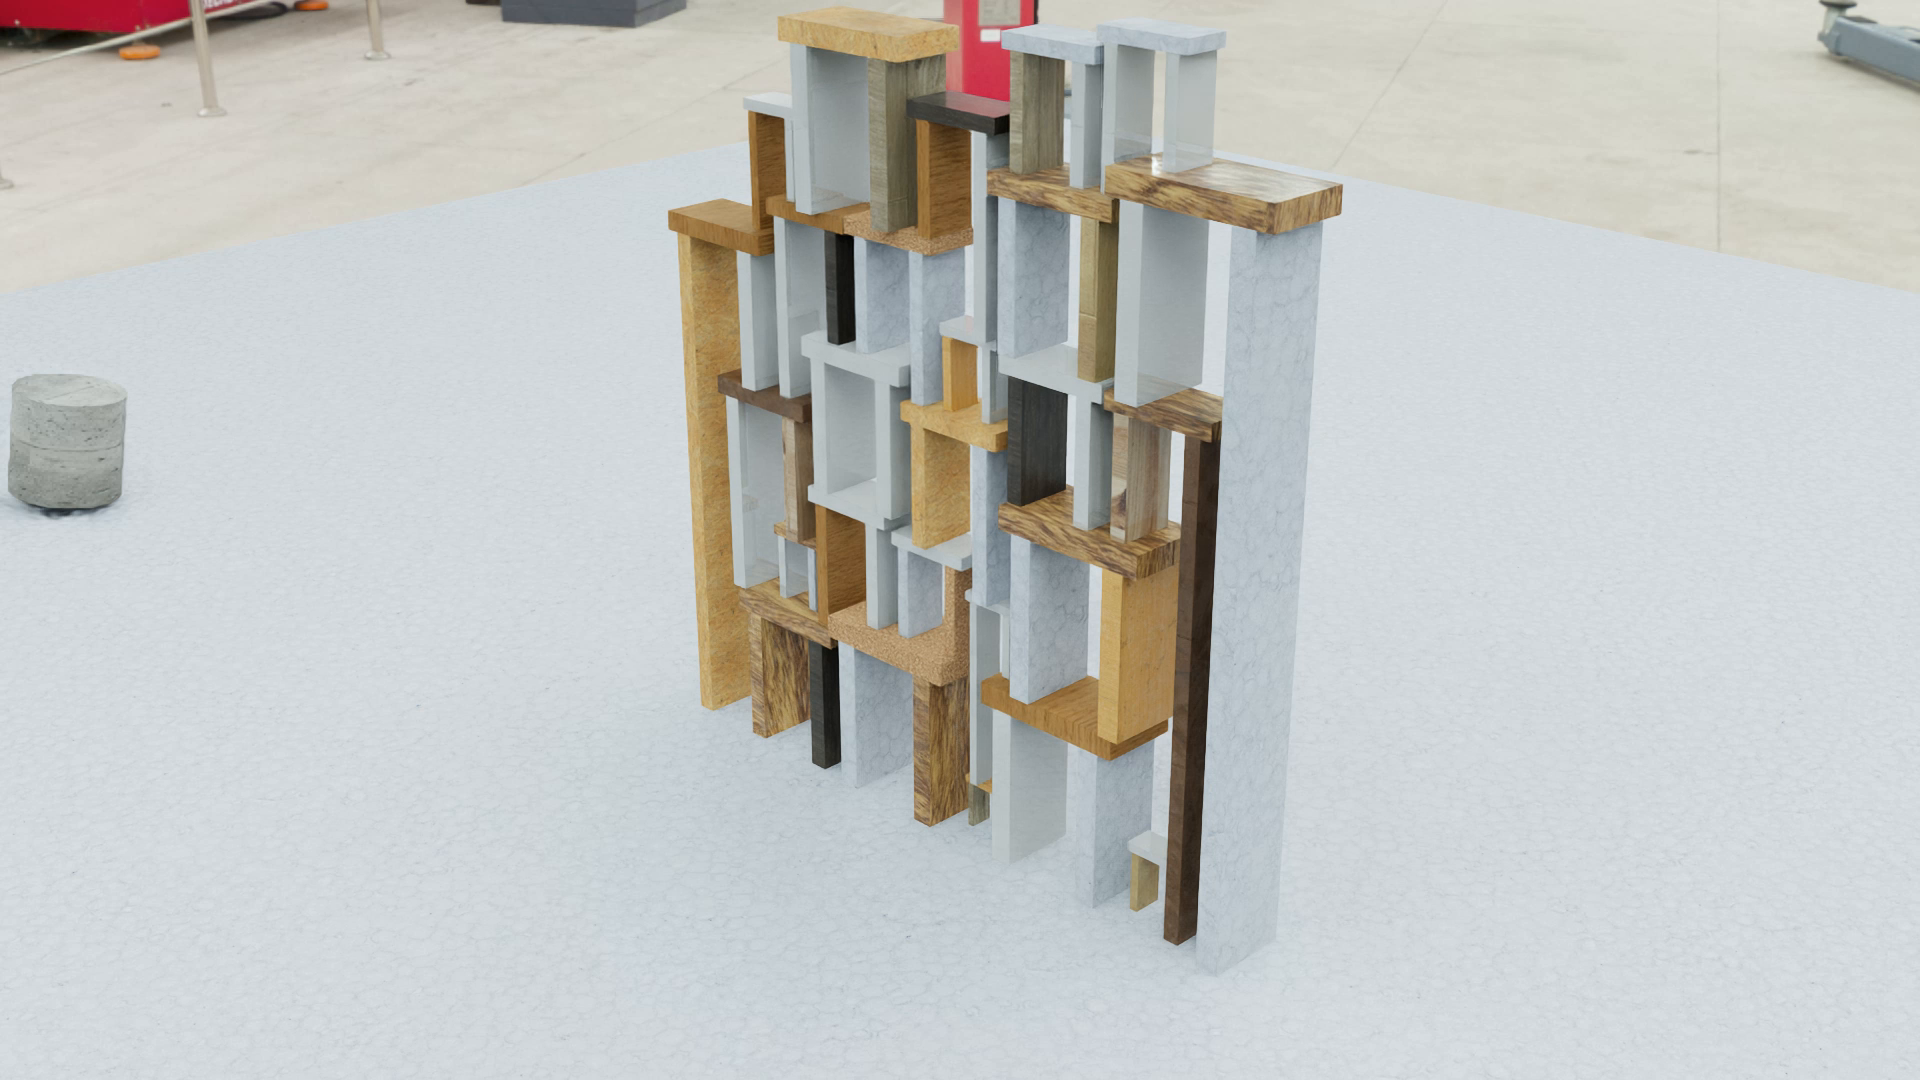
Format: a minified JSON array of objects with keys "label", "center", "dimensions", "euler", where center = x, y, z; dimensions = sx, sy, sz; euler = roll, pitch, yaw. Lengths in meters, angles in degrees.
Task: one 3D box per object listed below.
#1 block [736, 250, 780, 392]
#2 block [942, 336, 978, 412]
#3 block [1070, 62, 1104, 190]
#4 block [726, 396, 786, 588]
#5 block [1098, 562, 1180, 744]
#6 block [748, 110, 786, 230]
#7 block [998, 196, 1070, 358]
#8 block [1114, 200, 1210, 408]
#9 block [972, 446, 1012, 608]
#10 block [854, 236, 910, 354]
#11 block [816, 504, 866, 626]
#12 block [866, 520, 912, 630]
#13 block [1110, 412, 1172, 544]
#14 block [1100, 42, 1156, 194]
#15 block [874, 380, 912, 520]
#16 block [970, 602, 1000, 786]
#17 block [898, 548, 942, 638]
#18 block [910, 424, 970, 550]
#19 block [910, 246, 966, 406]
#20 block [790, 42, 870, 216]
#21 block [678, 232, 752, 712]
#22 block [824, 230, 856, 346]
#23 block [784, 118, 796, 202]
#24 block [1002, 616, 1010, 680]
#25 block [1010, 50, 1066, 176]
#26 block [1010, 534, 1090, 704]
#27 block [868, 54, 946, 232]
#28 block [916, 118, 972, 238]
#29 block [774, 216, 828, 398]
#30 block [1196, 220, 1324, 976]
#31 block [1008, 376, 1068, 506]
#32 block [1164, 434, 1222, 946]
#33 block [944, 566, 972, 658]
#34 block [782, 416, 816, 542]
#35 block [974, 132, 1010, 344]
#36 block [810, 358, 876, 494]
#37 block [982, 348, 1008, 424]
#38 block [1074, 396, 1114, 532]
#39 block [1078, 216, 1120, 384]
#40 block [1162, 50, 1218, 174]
[{"label":"block","center":[-0.377,-0.456,4.436],"dimensions":[0.143,0.285,0.040],"euler":[-21,31,-40]},{"label":"block","center":[0.001,-0.316,4.083],"dimensions":[0.020,0.144,0.072],"euler":[20,31,40]},{"label":"block","center":[0.232,-0.701,3.680],"dimensions":[0.030,0.210,0.105],"euler":[21,31,41]},{"label":"block","center":[-0.421,-0.115,4.640],"dimensions":[0.038,0.426,0.133],"euler":[21,31,41]},{"label":"block","center":[0.323,0.185,3.945],"dimensions":[0.047,0.330,0.165],"euler":[21,31,41]},{"label":"block","center":[-0.374,-0.731,4.317],"dimensions":[0.080,0.234,0.023],"euler":[-21,31,-40]},{"label":"block","center":[0.131,-0.477,3.888],"dimensions":[0.040,0.285,0.143],"euler":[21,31,40]},{"label":"block","center":[0.339,-0.412,3.680],"dimensions":[0.173,0.346,0.049],"euler":[-21,31,-41]},{"label":"block","center":[0.080,-0.041,4.118],"dimensions":[0.125,0.317,0.035],"euler":[-22,31,-40]},{"label":"block","center":[-0.147,-0.477,4.187],"dimensions":[0.032,0.228,0.114],"euler":[21,31,40]},{"label":"block","center":[-0.240,0.036,4.493],"dimensions":[0.111,0.262,0.031],"euler":[-21,31,-41]},{"label":"block","center":[-0.135,0.058,4.389],"dimensions":[0.031,0.222,0.111],"euler":[21,31,41]},{"label":"block","center":[0.316,-0.122,3.826],"dimensions":[0.033,0.235,0.117],"euler":[21,31,40]},{"label":"block","center":[0.276,-0.698,3.621],"dimensions":[0.095,0.251,0.027],"euler":[-21,31,-41]},{"label":"block","center":[-0.099,-0.191,4.257],"dimensions":[0.039,0.276,0.138],"euler":[21,31,40]},{"label":"block","center":[0.048,0.292,4.290],"dimensions":[0.065,0.395,0.018],"euler":[-21,31,-40]},{"label":"block","center":[-0.078,0.091,4.351],"dimensions":[0.095,0.191,0.027],"euler":[-21,31,-41]},{"label":"block","center":[-0.036,-0.118,4.213],"dimensions":[0.035,0.249,0.125],"euler":[21,31,40]},{"label":"block","center":[-0.041,-0.405,4.101],"dimensions":[0.032,0.294,0.114],"euler":[21,31,40]},{"label":"block","center":[-0.242,-0.786,4.147],"dimensions":[0.044,0.317,0.156],"euler":[21,31,40]},{"label":"block","center":[-0.511,-0.143,4.716],"dimensions":[0.040,1.080,0.143],"euler":[21,31,41]},{"label":"block","center":[-0.207,-0.497,4.239],"dimensions":[0.112,0.223,0.032],"euler":[-22,31,-40]},{"label":"block","center":[-0.298,-0.737,4.234],"dimensions":[0.080,0.159,0.023],"euler":[-22,31,-40]},{"label":"block","center":[0.110,0.194,4.182],"dimensions":[0.065,0.130,0.018],"euler":[-21,31,-40]},{"label":"block","center":[0.132,-0.740,3.771],"dimensions":[0.030,0.210,0.105],"euler":[21,31,41]},{"label":"block","center":[0.168,0.125,4.089],"dimensions":[0.047,0.330,0.165],"euler":[21,31,41]},{"label":"block","center":[-0.094,-0.732,4.013],"dimensions":[0.044,0.312,0.156],"euler":[20,31,39]},{"label":"block","center":[-0.028,-0.661,3.970],"dimensions":[0.031,0.216,0.108],"euler":[21,31,40]},{"label":"block","center":[-0.311,-0.471,4.365],"dimensions":[0.112,0.369,0.032],"euler":[-21,31,-40]},{"label":"block","center":[0.502,0.121,3.729],"dimensions":[0.049,1.365,0.173],"euler":[21,31,41]},{"label":"block","center":[0.141,-0.193,3.984],"dimensions":[0.034,0.243,0.121],"euler":[21,31,41]},{"label":"block","center":[0.427,0.267,3.871],"dimensions":[0.033,0.985,0.117],"euler":[21,31,41]},{"label":"block","center":[0.013,0.126,4.270],"dimensions":[0.027,0.191,0.095],"euler":[21,31,40]},{"label":"block","center":[-0.297,-0.139,4.494],"dimensions":[0.133,0.266,0.038],"euler":[-21,31,-40]},{"label":"block","center":[0.072,-0.545,3.903],"dimensions":[0.031,0.378,0.108],"euler":[22,32,40]},{"label":"block","center":[-0.229,-0.242,4.377],"dimensions":[0.039,0.276,0.138],"euler":[21,31,41]},{"label":"block","center":[0.072,-0.290,4.023],"dimensions":[0.072,0.144,0.020],"euler":[-22,32,-40]},{"label":"block","center":[0.255,-0.148,3.879],"dimensions":[0.034,0.243,0.121],"euler":[21,31,40]},{"label":"block","center":[0.267,-0.424,3.765],"dimensions":[0.040,0.285,0.143],"euler":[21,31,40]},{"label":"block","center":[0.369,-0.693,3.530],"dimensions":[0.095,0.190,0.027],"euler":[-21,31,-41]}]
